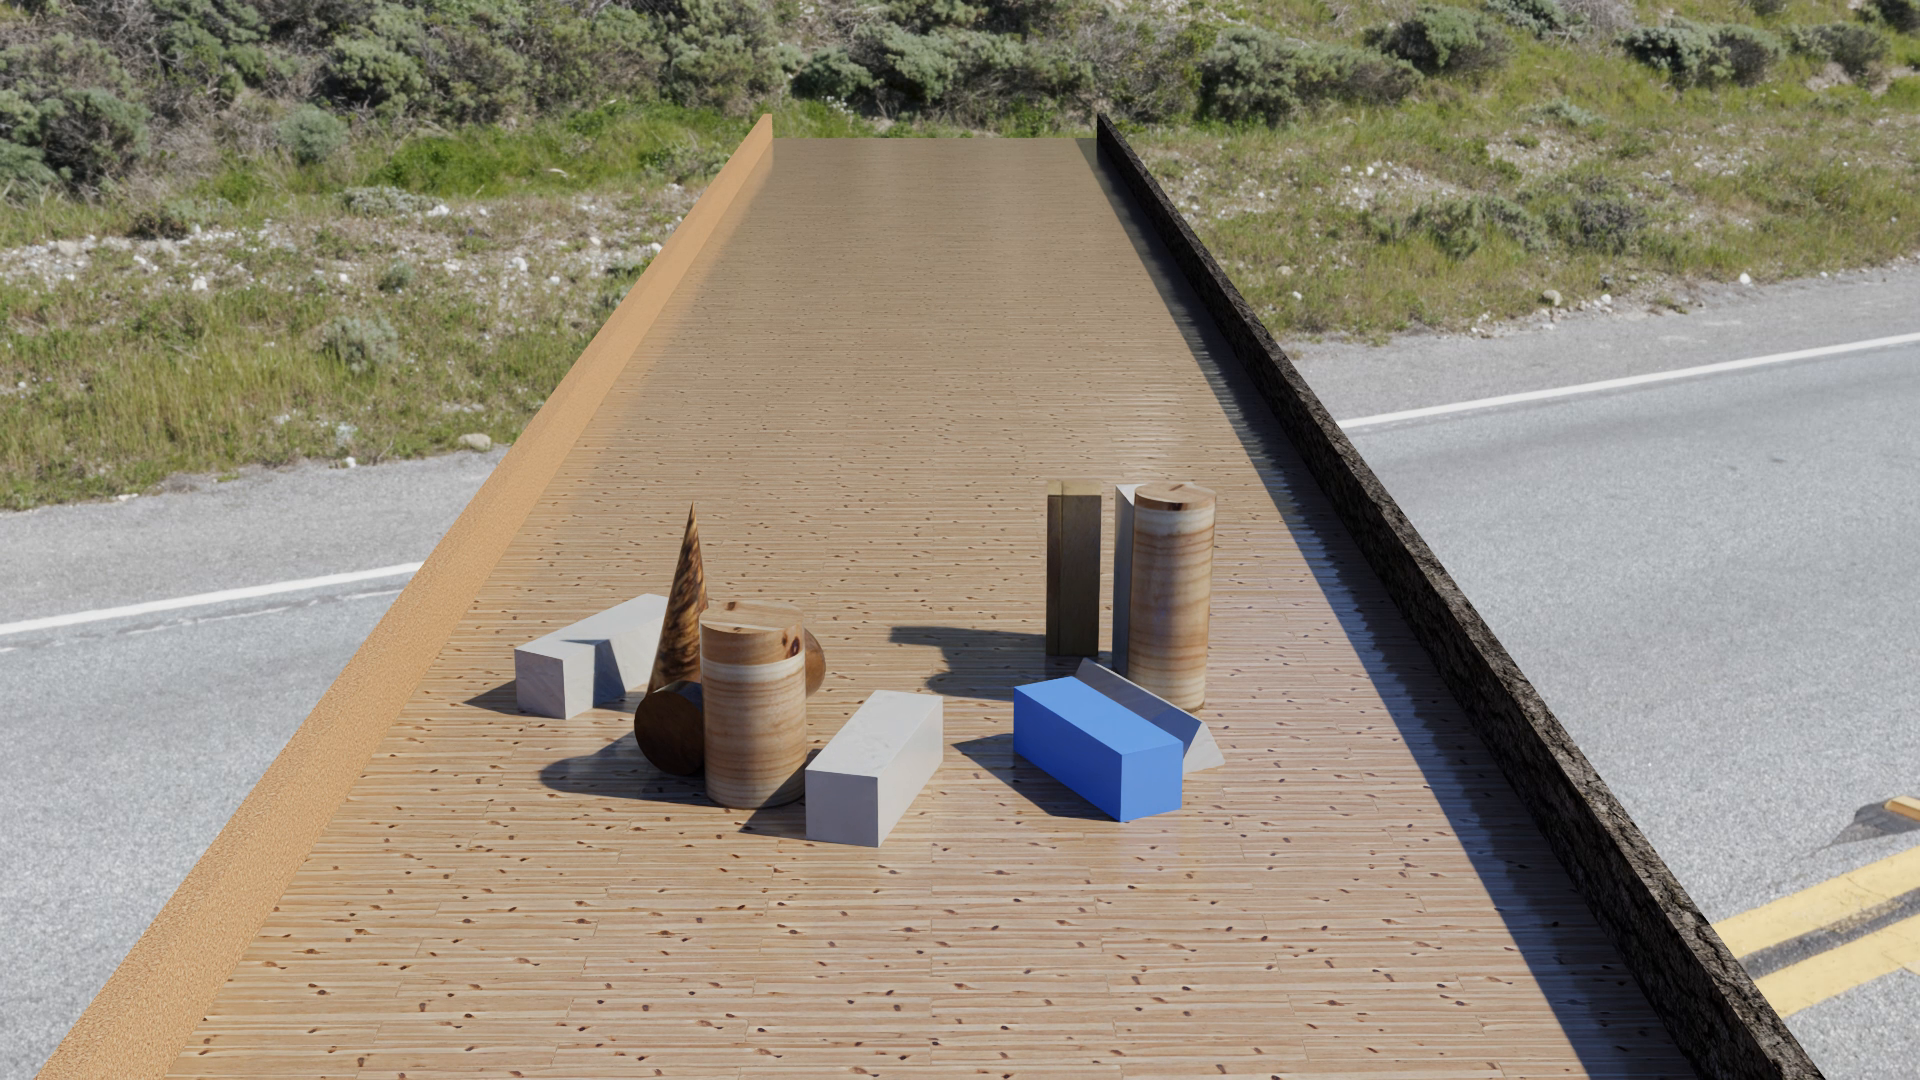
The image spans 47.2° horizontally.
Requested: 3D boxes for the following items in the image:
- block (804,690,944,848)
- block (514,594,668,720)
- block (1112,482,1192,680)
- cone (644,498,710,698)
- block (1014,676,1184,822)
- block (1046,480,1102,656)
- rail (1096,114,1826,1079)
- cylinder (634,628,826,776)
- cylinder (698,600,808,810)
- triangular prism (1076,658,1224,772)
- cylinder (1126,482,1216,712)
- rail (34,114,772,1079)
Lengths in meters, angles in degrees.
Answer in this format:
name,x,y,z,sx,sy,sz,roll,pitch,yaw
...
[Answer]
name,x,y,z,sx,sy,sz,roll,pitch,yaw
block,-0.140,0.382,3.728,0.123,0.123,0.381,4,17,15
block,-0.684,0.221,4.273,0.119,0.119,0.394,10,19,30
block,0.391,0.086,4.296,0.152,0.366,0.152,-2,17,-8
cone,-0.506,0.115,4.094,0.148,0.411,0.148,5,21,-2
block,0.234,0.358,3.812,0.121,0.121,0.362,-9,19,-27
block,0.228,0.057,4.443,0.106,0.337,0.106,1,17,2
rail,0.932,-0.844,7.801,0.050,0.150,12.000,0,17,-1
cylinder,-0.413,0.283,4.004,0.156,0.156,0.415,8,18,24
cylinder,-0.350,0.279,3.737,0.176,0.315,0.176,0,17,0
triangular prism,0.330,0.312,4.014,0.102,0.089,0.383,-9,19,-28
cylinder,0.395,0.109,4.135,0.152,0.409,0.152,1,16,0
rail,-1.118,-0.838,7.780,0.050,0.150,12.000,0,17,-1
